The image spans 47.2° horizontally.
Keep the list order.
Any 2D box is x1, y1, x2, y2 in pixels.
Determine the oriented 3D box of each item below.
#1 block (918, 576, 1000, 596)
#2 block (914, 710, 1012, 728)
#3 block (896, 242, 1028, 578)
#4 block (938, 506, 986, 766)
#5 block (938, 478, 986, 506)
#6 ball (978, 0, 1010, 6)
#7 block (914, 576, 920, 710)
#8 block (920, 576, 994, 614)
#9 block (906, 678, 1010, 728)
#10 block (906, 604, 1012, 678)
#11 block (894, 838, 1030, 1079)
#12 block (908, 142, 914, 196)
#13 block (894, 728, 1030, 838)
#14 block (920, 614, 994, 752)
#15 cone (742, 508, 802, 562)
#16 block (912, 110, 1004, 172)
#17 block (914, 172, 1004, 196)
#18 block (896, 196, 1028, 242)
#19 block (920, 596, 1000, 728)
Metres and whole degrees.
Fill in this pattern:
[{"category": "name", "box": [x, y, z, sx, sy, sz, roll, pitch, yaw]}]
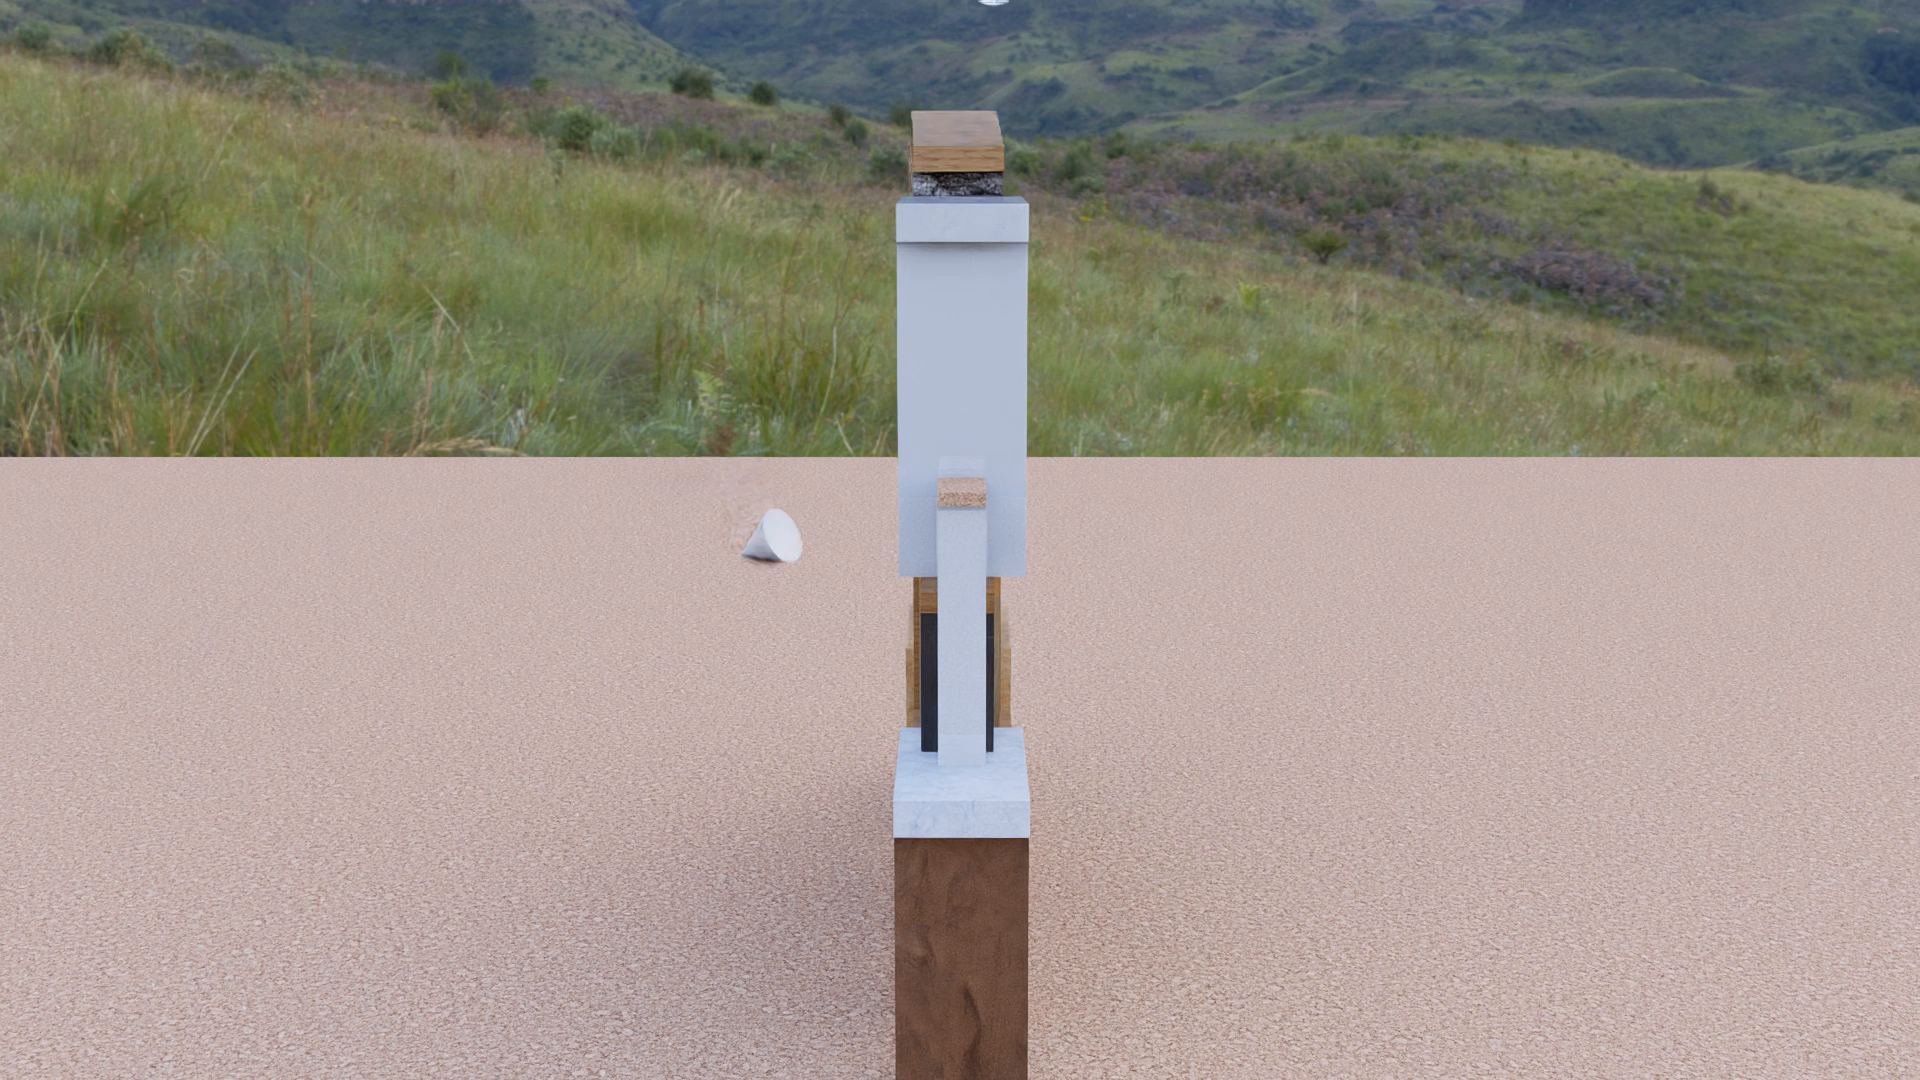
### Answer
[{"category": "block", "box": [-0.001, 0.044, 3.319, 0.118, 0.034, 0.237, 0, 11, 0]}, {"category": "block", "box": [0.004, 0.318, 3.347, 0.152, 0.043, 0.304, 0, 11, 0]}, {"category": "block", "box": [0.003, -0.184, 3.081, 0.180, 0.470, 0.051, 0, 11, 0]}, {"category": "block", "box": [0.003, 0.128, 2.964, 0.065, 0.360, 0.018, 0, 11, 0]}, {"category": "block", "box": [0.003, -0.065, 2.972, 0.065, 0.018, 0.130, 0, 11, 0]}, {"category": "ball", "box": [0.099, -1.643, 6.410, 0.170, 0.170, 0.170, 0, 11, 0]}, {"category": "block", "box": [-0.004, 0.146, 3.627, 0.143, 0.488, 0.040, 0, 11, 0]}, {"category": "block", "box": [-0.003, 0.067, 3.094, 0.101, 0.029, 0.202, 0, 11, 0]}, {"category": "block", "box": [-0.003, 0.393, 3.765, 0.176, 0.353, 0.050, 0, 11, 0]}, {"category": "block", "box": [-0.003, 0.173, 3.844, 0.176, 0.050, 0.353, 0, 11, 0]}, {"category": "block", "box": [0.002, 0.547, 2.932, 0.176, 0.353, 0.050, 0, 11, 0]}, {"category": "block", "box": [-0.013, -0.486, 3.687, 0.141, 0.356, 0.040, -1, 11, 0]}, {"category": "block", "box": [0.002, 0.328, 3.011, 0.176, 0.050, 0.353, 0, 11, 0]}, {"category": "block", "box": [-0.004, 0.193, 3.050, 0.101, 0.202, 0.029, 0, 11, 0]}, {"category": "cone", "box": [-0.590, 0.017, 6.544, 0.171, 0.171, 0.171, -25, -3, 31]}, {"category": "block", "box": [-0.006, -0.647, 3.556, 0.141, 0.040, 0.283, -1, 22, -2]}, {"category": "block", "box": [-0.004, -0.443, 3.480, 0.141, 0.283, 0.040, 1, 2, 1]}, {"category": "block", "box": [0.004, -0.462, 3.151, 0.180, 0.051, 0.359, 0, 11, 0]}, {"category": "block", "box": [-0.001, 0.191, 3.266, 0.118, 0.237, 0.034, 0, 11, 0]}]
